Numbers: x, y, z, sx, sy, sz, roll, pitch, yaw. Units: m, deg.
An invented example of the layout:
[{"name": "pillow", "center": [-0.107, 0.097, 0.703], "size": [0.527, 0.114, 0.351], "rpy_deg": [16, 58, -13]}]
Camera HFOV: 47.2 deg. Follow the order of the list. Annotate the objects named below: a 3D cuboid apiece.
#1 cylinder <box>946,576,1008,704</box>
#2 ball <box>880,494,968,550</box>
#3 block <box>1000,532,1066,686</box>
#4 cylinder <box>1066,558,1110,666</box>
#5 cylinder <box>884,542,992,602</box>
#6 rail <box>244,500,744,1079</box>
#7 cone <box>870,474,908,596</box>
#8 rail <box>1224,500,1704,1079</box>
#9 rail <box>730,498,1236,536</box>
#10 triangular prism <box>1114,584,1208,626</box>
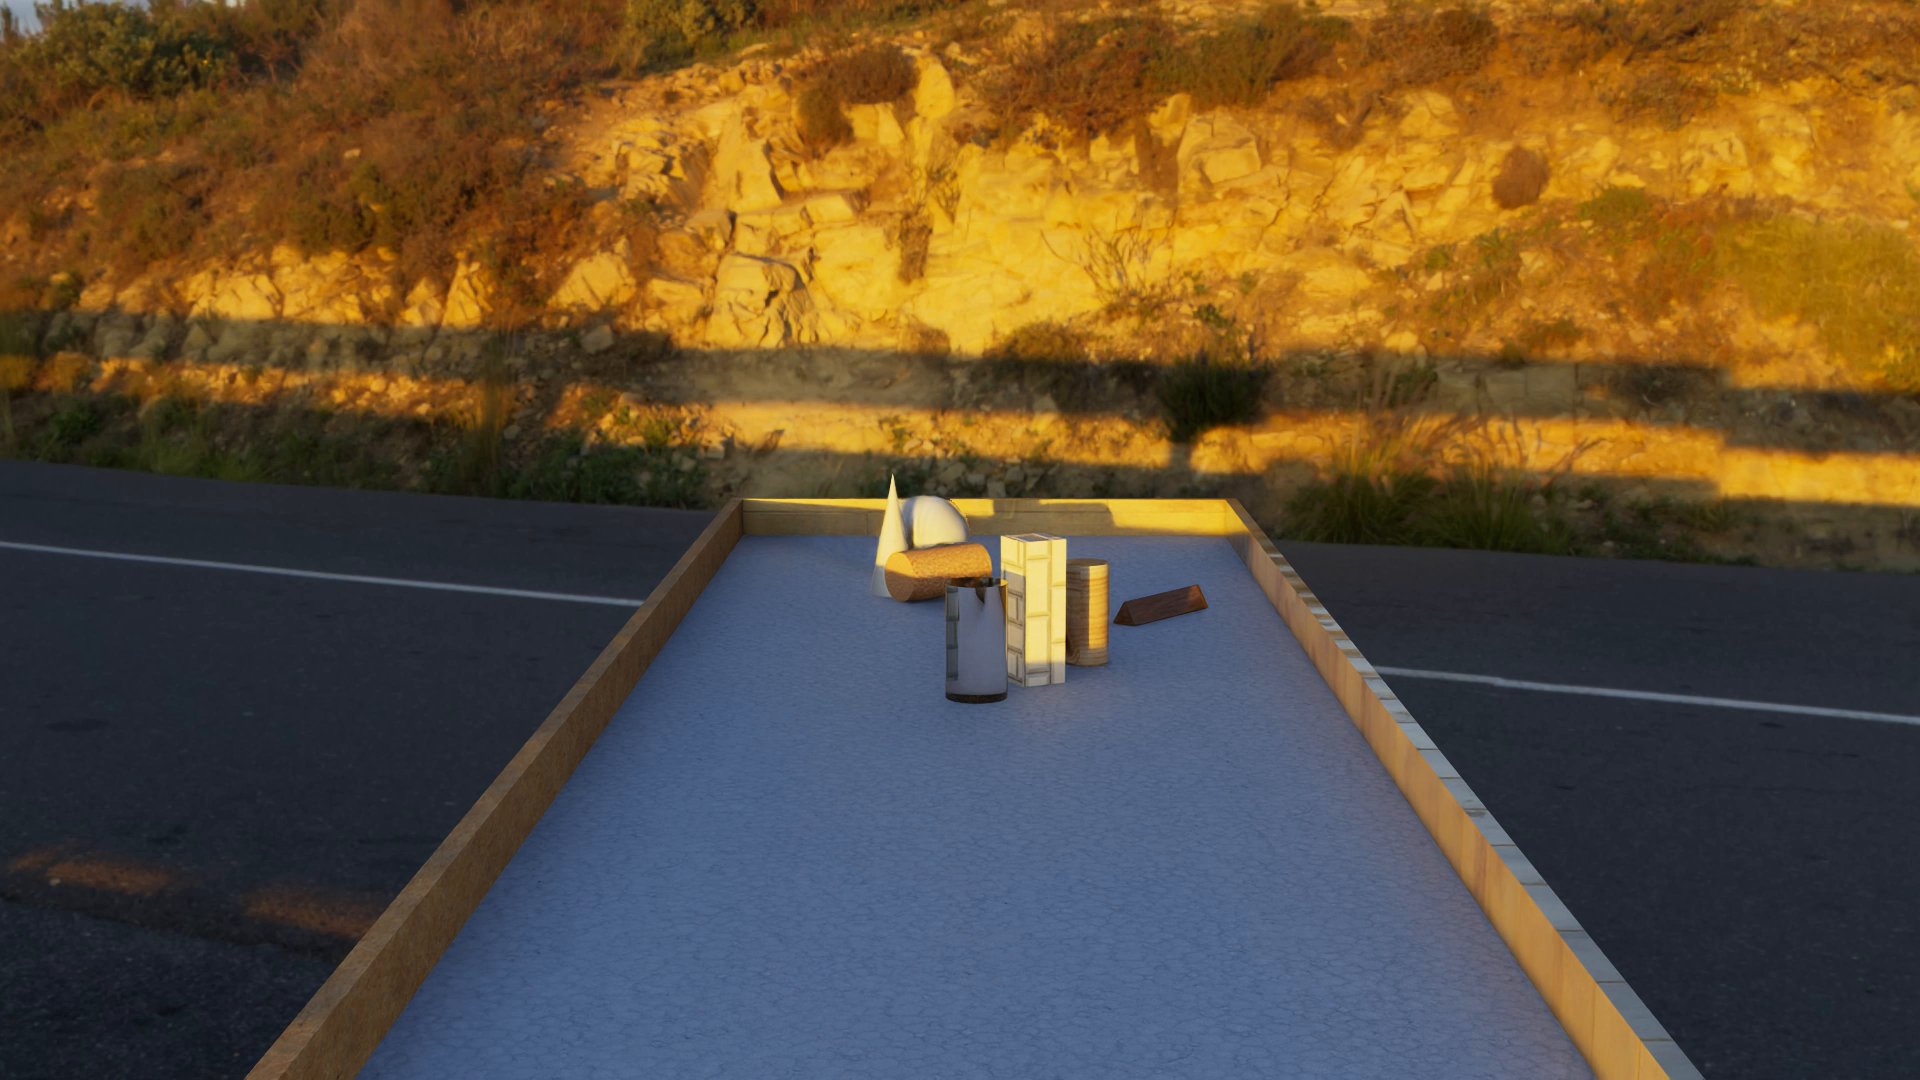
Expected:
[{"name": "cylinder", "center": [0.046, 0.281, 6.189], "size": [0.176, 0.328, 0.176], "rpy_deg": [0, 9, 0]}, {"name": "ball", "center": [-0.129, -0.005, 8.010], "size": [0.322, 0.322, 0.322], "rpy_deg": [0, 9, 0]}, {"name": "block", "center": [0.212, 0.201, 6.394], "size": [0.139, 0.421, 0.139], "rpy_deg": [-4, 10, -25]}, {"name": "cylinder", "center": [0.380, 0.218, 6.652], "size": [0.144, 0.307, 0.144], "rpy_deg": [0, 9, 0]}, {"name": "cylinder", "center": [-0.076, 0.112, 7.741], "size": [0.342, 0.175, 0.175], "rpy_deg": [-7, 11, -37]}, {"name": "rail", "center": [-1.004, 0.839, 3.234], "size": [0.050, 0.150, 12.000], "rpy_deg": [0, 9, 1]}, {"name": "cone", "center": [-0.237, -0.024, 7.794], "size": [0.168, 0.427, 0.168], "rpy_deg": [0, 9, 0]}, {"name": "rail", "center": [1.046, 0.843, 3.208], "size": [0.050, 0.150, 12.000], "rpy_deg": [0, 9, 1]}, {"name": "rail", "center": [0.099, -0.098, 9.147], "size": [2.100, 0.150, 0.050], "rpy_deg": [0, 9, 1]}, {"name": "triangular prism", "center": [0.679, 0.215, 7.397], "size": [0.087, 0.076, 0.428], "rpy_deg": [8, 12, 40]}]
